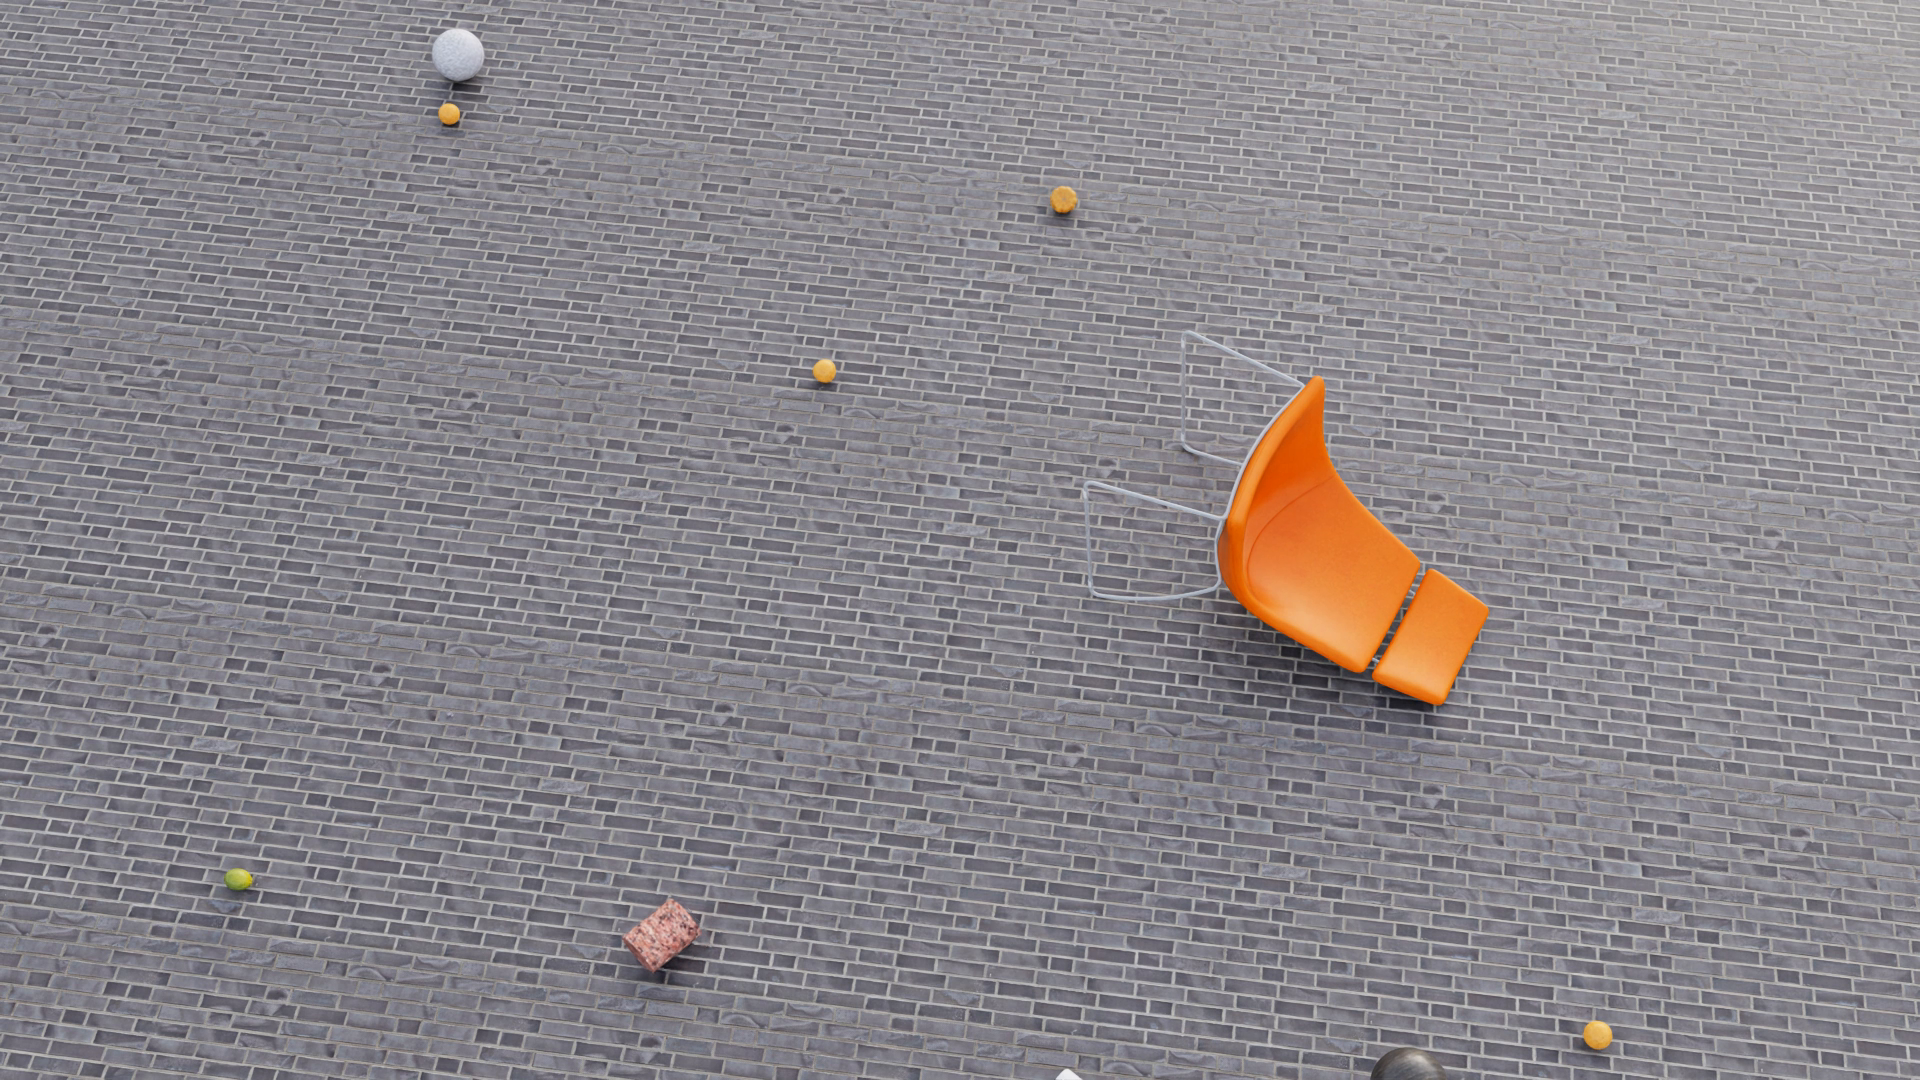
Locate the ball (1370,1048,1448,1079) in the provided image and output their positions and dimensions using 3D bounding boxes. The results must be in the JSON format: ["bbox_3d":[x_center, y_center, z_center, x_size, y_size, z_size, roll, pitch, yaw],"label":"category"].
[{"bbox_3d":[1.130,1.377,5.531,0.197,0.197,0.197,0,56,0],"label":"ball"}]

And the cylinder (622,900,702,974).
[{"bbox_3d":[-0.787,1.047,5.816,0.163,0.088,0.138,-38,51,-22],"label":"cylinder"}]

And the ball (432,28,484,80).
[{"bbox_3d":[-1.733,-1.675,7.591,0.177,0.177,0.177,0,56,0],"label":"ball"}]
